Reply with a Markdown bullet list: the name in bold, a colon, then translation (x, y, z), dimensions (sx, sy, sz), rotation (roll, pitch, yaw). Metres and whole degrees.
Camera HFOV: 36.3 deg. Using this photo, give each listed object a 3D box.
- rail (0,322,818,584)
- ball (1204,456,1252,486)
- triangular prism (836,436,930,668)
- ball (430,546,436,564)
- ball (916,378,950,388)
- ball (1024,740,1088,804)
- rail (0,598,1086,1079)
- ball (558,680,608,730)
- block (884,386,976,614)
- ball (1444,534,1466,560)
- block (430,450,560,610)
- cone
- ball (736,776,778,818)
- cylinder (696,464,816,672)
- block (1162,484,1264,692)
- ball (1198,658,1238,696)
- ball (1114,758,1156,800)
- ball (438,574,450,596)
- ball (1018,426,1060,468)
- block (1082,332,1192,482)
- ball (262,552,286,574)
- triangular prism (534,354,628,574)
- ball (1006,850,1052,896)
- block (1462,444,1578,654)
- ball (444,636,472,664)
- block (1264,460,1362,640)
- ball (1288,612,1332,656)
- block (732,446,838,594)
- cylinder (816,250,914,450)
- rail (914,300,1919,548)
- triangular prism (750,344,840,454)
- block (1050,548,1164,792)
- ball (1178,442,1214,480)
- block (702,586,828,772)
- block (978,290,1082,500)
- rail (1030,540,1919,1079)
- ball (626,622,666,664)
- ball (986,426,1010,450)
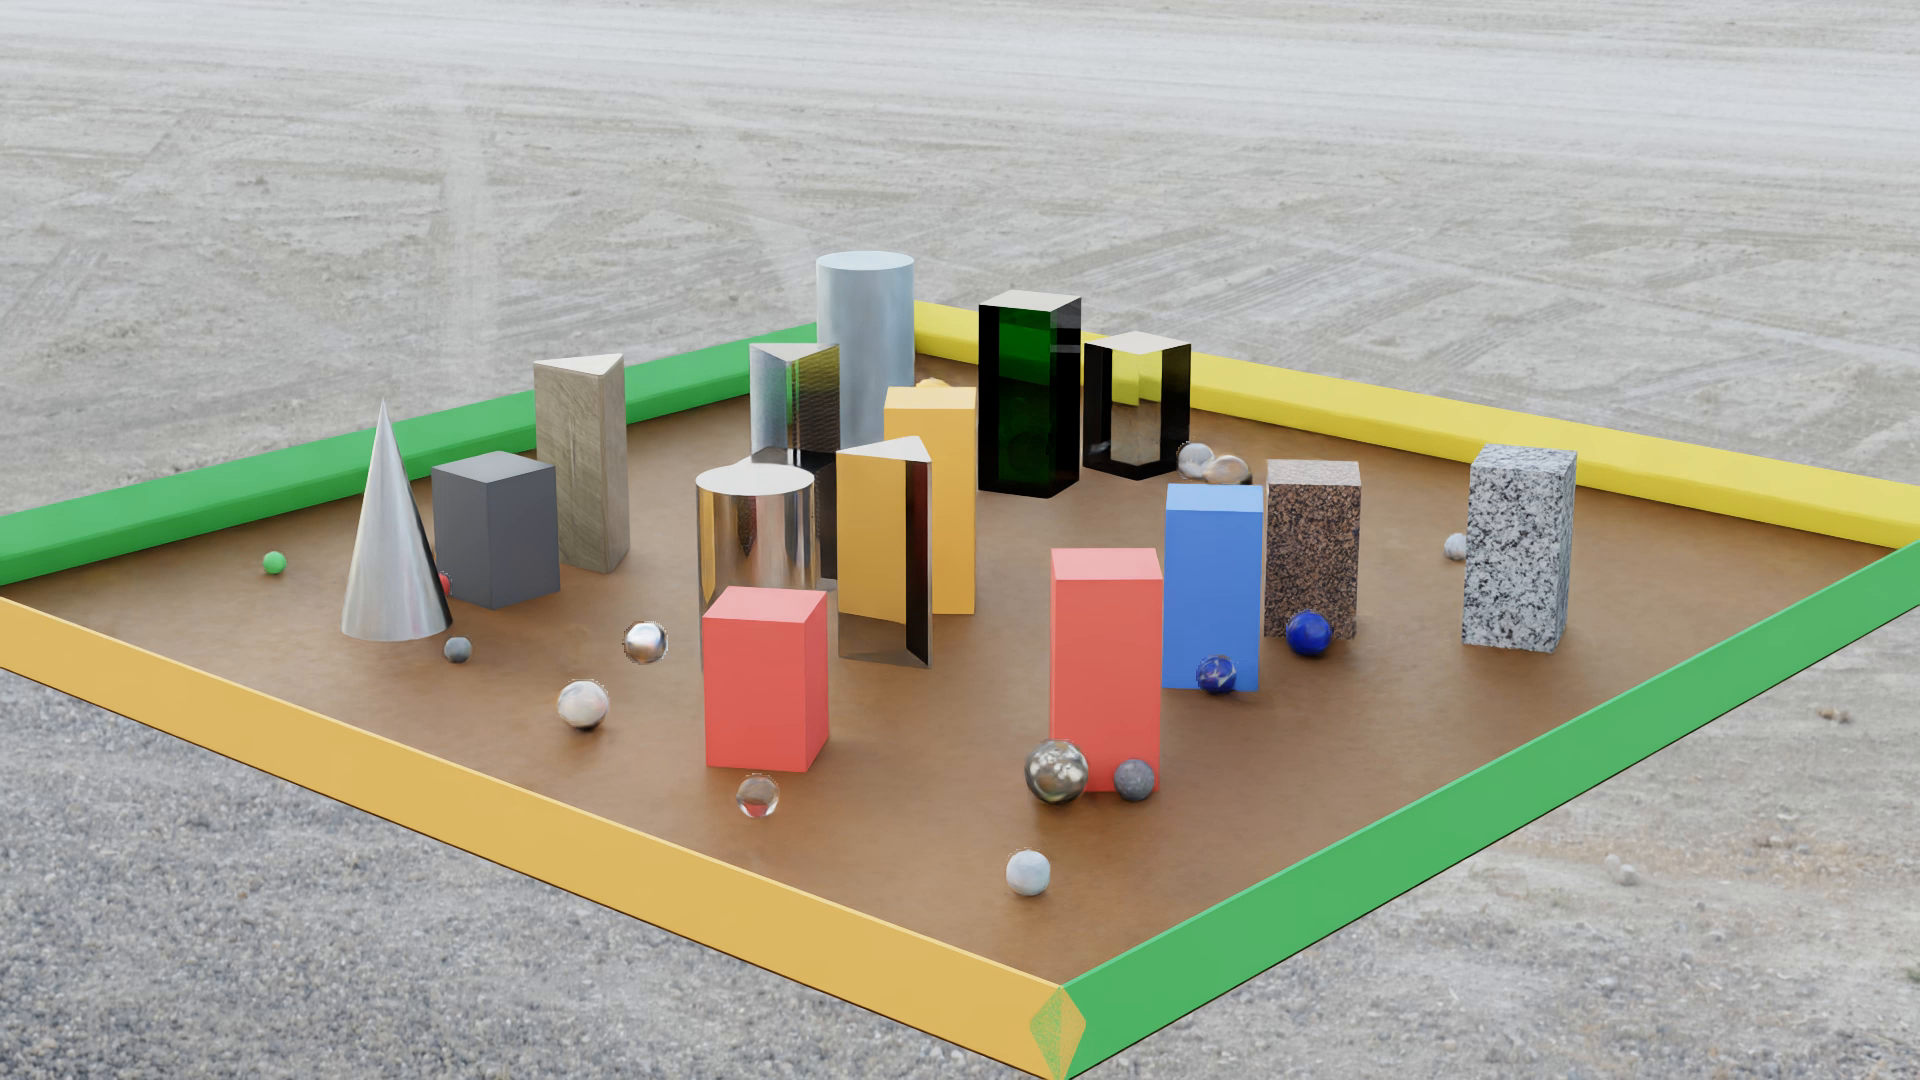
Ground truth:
- **rail**: translation (-0.966, -0.212, 5.923), dimensions (0.045, 0.123, 2.650), rotation (14, 22, 39)
- **ball**: translation (0.517, -0.115, 5.658), dimensions (0.094, 0.094, 0.094), rotation (0, 17, 0)
- **triangular prism**: translation (-0.098, 0.015, 4.789), dimensions (0.164, 0.348, 0.142), rotation (6, 18, 20)
- **ball**: translation (-0.948, 0.034, 5.124), dimensions (0.066, 0.066, 0.066), rotation (0, 17, 0)
- **ball**: translation (-0.059, -0.298, 6.261), dimensions (0.095, 0.095, 0.095), rotation (0, 17, 0)
- **ball**: translation (0.138, 0.331, 4.179), dimensions (0.091, 0.091, 0.091), rotation (0, 17, 0)
- **rail**: translation (-0.853, 0.315, 4.180), dimensions (2.605, 0.123, 0.045), rotation (14, 22, 39)
- **ball**: translation (-0.575, 0.252, 4.473), dimensions (0.076, 0.076, 0.076), rotation (0, 17, 0)
- **block**: translation (-0.050, -0.069, 5.042), dimensions (0.151, 0.362, 0.151), rotation (0, 17, 1)
- **ball**: translation (0.903, 0.013, 5.310), dimensions (0.050, 0.050, 0.050), rotation (0, 17, 0)
- **block**: translation (-0.808, -0.018, 5.107), dimensions (0.151, 0.227, 0.151), rotation (15, 22, 40)
- **cone**: translation (-0.956, -0.048, 4.913), dimensions (0.189, 0.396, 0.189), rotation (0, 17, 0)
- **ball**: translation (-0.285, 0.363, 4.137), dimensions (0.059, 0.059, 0.059), rotation (0, 17, 0)
- **cylinder**: translation (-0.327, 0.054, 4.715), dimensions (0.189, 0.315, 0.189), rotation (0, 17, 0)
- **block**: translation (0.404, 0.074, 4.683), dimensions (0.151, 0.295, 0.151), rotation (2, 17, 5)
- **ball**: translation (0.406, 0.214, 4.614), dimensions (0.060, 0.060, 0.060), rotation (0, 17, 0)
- **ball**: translation (0.249, 0.343, 4.199), dimensions (0.060, 0.060, 0.060), rotation (0, 17, 0)
- **ball**: translation (-0.907, 0.081, 5.093), dimensions (0.045, 0.045, 0.045), rotation (0, 17, 0)
- **ball**: translation (0.160, -0.187, 5.900), dimensions (0.087, 0.087, 0.087), rotation (0, 17, 0)
- **block**: translation (0.355, -0.271, 5.891), dimensions (0.151, 0.257, 0.151), rotation (-15, 23, -41)
- **ball**: translation (-1.224, 0.041, 5.233), dimensions (0.040, 0.040, 0.040), rotation (0, 17, 0)
- **triangular prism**: translation (-0.652, -0.145, 5.288), dimensions (0.164, 0.365, 0.142), rotation (12, 21, 35)
- **ball**: translation (0.091, 0.440, 3.877), dimensions (0.060, 0.060, 0.060), rotation (0, 17, 0)
- **block**: translation (0.929, 0.012, 4.871), dimensions (0.151, 0.306, 0.151), rotation (6, 18, 18)
- **ball**: translation (-0.816, 0.179, 4.770), dimensions (0.044, 0.044, 0.044), rotation (0, 17, 0)
- **block**: translation (0.590, 0.015, 4.930), dimensions (0.151, 0.266, 0.151), rotation (1, 17, 5)
- **ball**: translation (0.573, 0.154, 4.805), dimensions (0.072, 0.072, 0.072), rotation (0, 17, 0)
- **block**: translation (-0.299, -0.026, 5.125), dimensions (0.151, 0.232, 0.151), rotation (7, 18, 21)
- **cylinder**: translation (-0.184, -0.326, 5.739), dimensions (0.189, 0.450, 0.189), rotation (0, 17, 0)
- **rail**: translation (0.853, -0.253, 6.061), dimensions (2.605, 0.123, 0.045), rotation (14, 22, 39)
- **triangular prism**: translation (-0.329, -0.187, 5.454), dimensions (0.142, 0.349, 0.164), rotation (10, 19, 29)
- **block**: translation (0.210, 0.188, 4.263), dimensions (0.151, 0.321, 0.151), rotation (0, 17, -1)
- **ball**: translation (0.469, -0.157, 5.828), dimensions (0.074, 0.074, 0.074), rotation (0, 17, 0)
- **block**: translation (-0.287, 0.205, 4.359), dimensions (0.151, 0.231, 0.151), rotation (3, 17, 10)
- **block**: translation (0.137, -0.287, 5.744), dimensions (0.151, 0.373, 0.151), rotation (8, 18, 24)
- **rail**: translation (0.966, 0.273, 4.318), dimensions (0.045, 0.123, 2.650), rotation (14, 22, 39)
- **ball**: translation (-0.511, 0.167, 4.769), dimensions (0.067, 0.067, 0.067), rotation (0, 17, 0)
- **ball**: translation (0.080, -0.212, 6.056), dimensions (0.049, 0.049, 0.049), rotation (0, 17, 0)
